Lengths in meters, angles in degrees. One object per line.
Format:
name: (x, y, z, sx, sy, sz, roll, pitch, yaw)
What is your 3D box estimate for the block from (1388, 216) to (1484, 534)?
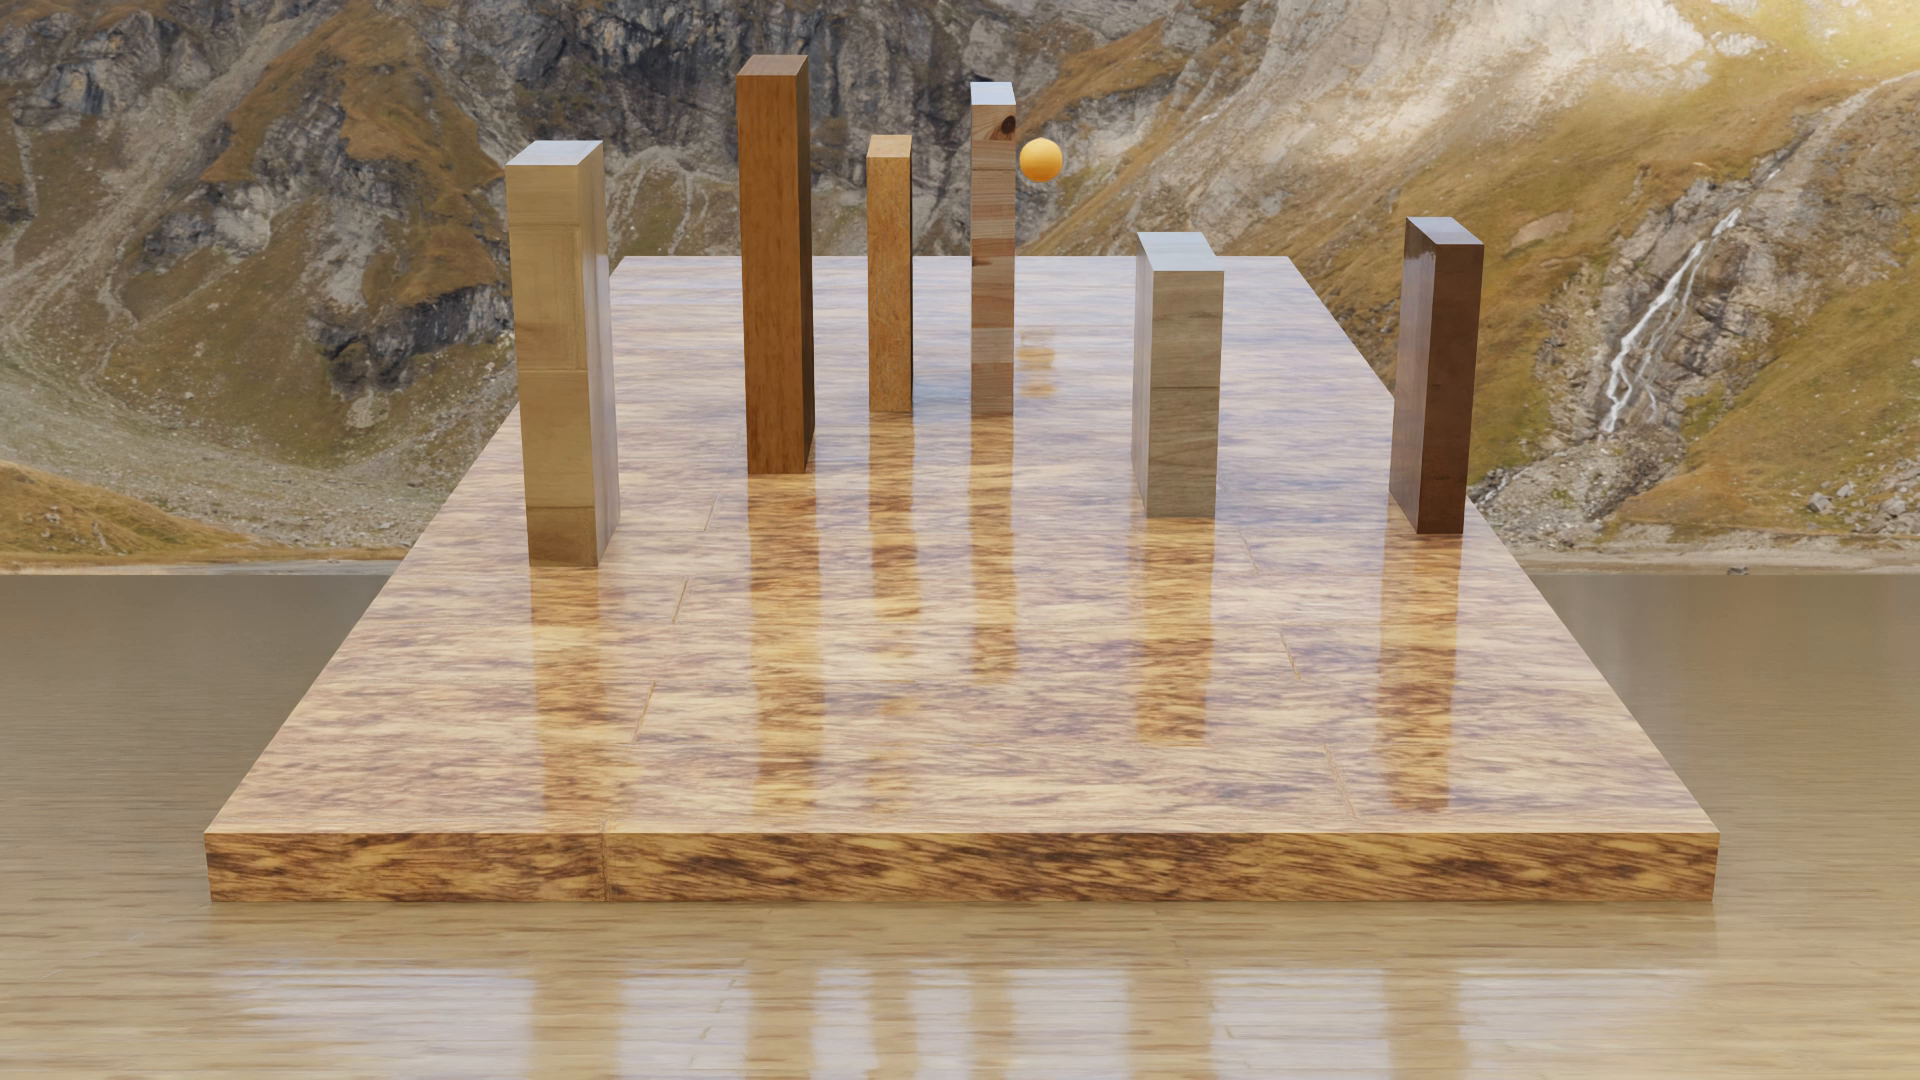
block: (0.894, -0.314, 4.222, 0.086, 0.544, 0.283, 0, 18, 0)

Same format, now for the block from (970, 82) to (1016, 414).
block: (0.072, -0.670, 5.083, 0.094, 0.683, 0.414, 0, 18, 0)

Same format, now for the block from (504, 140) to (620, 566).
block: (-0.706, -0.337, 4.012, 0.122, 0.713, 0.289, 0, 18, 0)

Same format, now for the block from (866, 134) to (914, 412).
block: (-0.157, -0.612, 5.091, 0.093, 0.568, 0.349, 0, 18, 0)

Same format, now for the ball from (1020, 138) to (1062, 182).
ball: (0.244, -1.141, 6.728, 0.131, 0.131, 0.131, 0, -1, 0)

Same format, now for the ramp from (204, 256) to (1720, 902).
ramp: (-0.004, -0.188, 4.868, 2.000, 0.100, 4.000, 0, 18, 0)

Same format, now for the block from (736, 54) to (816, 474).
block: (-0.373, -0.572, 4.598, 0.115, 0.797, 0.378, 0, 18, 0)

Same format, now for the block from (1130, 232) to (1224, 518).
block: (0.420, -0.330, 4.379, 0.130, 0.477, 0.395, 0, 18, 0)
